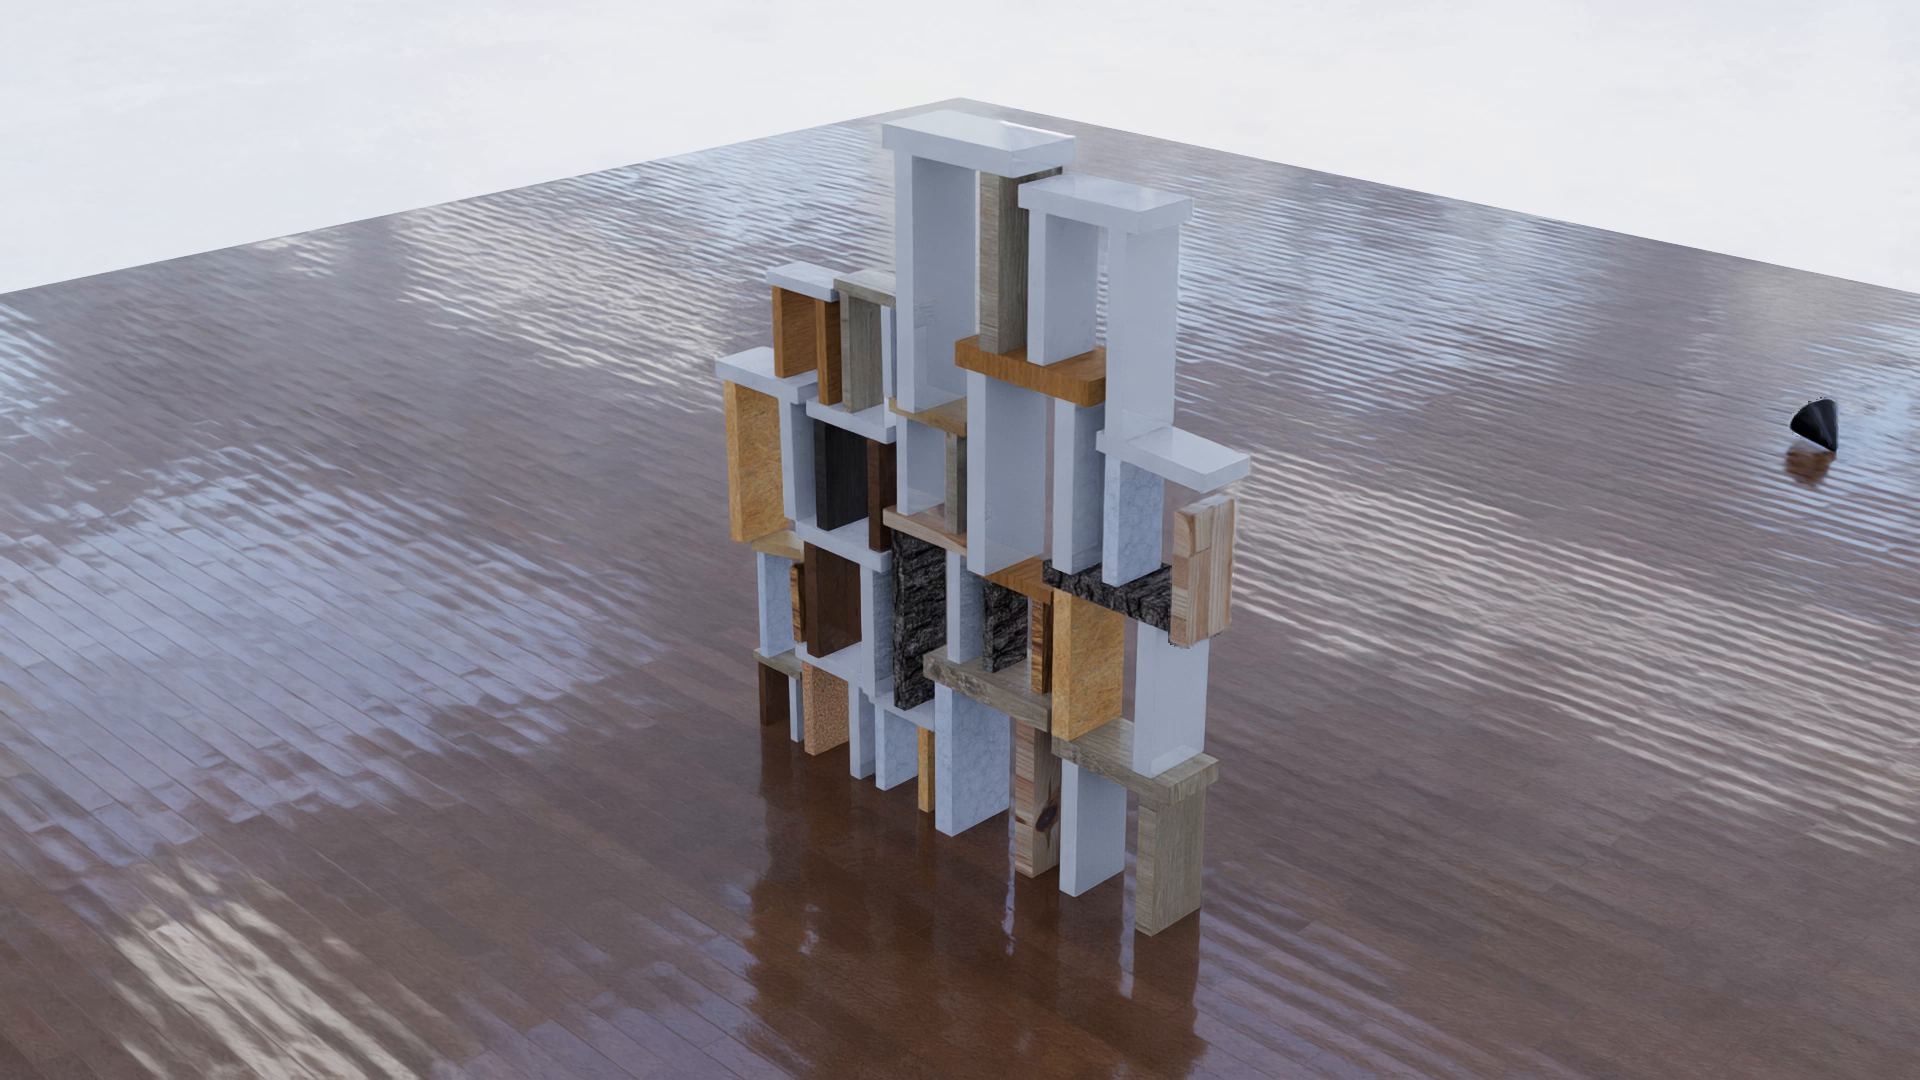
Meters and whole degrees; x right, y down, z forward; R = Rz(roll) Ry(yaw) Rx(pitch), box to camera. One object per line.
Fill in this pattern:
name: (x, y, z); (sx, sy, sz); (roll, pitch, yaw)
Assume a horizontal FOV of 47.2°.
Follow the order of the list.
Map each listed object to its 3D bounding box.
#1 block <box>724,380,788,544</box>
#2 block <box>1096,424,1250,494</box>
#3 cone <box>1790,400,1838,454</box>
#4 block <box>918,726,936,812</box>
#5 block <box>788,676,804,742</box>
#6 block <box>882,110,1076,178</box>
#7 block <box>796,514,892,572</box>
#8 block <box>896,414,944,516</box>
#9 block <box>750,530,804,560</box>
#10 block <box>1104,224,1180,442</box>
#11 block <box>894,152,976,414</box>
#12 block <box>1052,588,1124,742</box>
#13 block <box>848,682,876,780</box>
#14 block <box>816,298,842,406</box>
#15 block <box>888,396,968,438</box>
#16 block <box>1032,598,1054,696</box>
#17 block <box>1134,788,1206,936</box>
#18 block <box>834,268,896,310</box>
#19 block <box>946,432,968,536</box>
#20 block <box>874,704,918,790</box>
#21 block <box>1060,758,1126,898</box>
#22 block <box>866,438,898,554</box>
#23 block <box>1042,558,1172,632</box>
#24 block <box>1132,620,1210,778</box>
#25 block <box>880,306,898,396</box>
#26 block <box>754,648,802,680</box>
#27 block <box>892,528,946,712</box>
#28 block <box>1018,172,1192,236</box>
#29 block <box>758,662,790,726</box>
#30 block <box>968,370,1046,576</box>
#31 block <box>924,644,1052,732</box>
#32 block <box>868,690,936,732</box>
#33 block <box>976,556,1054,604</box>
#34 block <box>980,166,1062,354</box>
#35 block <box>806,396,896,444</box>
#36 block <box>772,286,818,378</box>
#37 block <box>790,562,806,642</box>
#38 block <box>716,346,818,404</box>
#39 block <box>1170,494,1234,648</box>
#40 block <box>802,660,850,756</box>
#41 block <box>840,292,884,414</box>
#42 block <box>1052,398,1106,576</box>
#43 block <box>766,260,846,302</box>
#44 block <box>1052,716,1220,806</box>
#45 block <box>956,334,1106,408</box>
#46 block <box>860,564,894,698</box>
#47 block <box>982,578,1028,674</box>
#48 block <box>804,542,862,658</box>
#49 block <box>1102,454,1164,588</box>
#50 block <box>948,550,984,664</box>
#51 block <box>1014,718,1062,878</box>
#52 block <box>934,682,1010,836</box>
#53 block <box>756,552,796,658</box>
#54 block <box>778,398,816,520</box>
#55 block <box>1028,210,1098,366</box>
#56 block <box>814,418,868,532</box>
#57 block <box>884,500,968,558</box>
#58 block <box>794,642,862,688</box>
block: (-0.426, -0.179, 4.608); (0.036, 0.356, 0.128); (21, 31, 41)
block: (0.363, -0.149, 3.758); (0.121, 0.034, 0.241); (-21, 34, -41)
cone: (2.515, -0.304, 6.389); (0.146, 0.146, 0.146); (-5, 50, -12)
block: (-0.041, 0.448, 4.460); (0.027, 0.191, 0.095); (21, 31, 41)
block: (-0.330, 0.352, 4.736); (0.022, 0.152, 0.076); (21, 31, 41)
block: (0.031, -0.703, 3.887); (0.322, 0.046, 0.161); (21, 31, 40)
block: (-0.200, -0.005, 4.439); (0.127, 0.036, 0.255); (-21, 31, -40)
block: (-0.076, -0.157, 4.236); (0.029, 0.202, 0.101); (21, 31, 40)
block: (-0.353, 0.010, 4.615); (0.084, 0.024, 0.167); (-21, 21, -41)
block: (0.308, -0.359, 3.727); (0.136, 0.365, 0.039); (-21, 30, -41)
block: (-0.045, -0.487, 4.060); (0.046, 0.487, 0.161); (21, 31, 41)
block: (0.237, 0.208, 4.060); (0.042, 0.299, 0.149); (21, 31, 41)
block: (-0.180, 0.380, 4.587); (0.108, 0.217, 0.031); (-21, 31, -41)
block: (-0.236, -0.379, 4.316); (0.094, 0.215, 0.027); (-21, 30, -40)
block: (-0.028, -0.244, 4.147); (0.202, 0.029, 0.101); (21, 31, 40)
block: (0.177, 0.186, 4.118); (0.027, 0.192, 0.096); (21, 31, 41)
block: (0.387, 0.574, 4.046); (0.040, 0.283, 0.142); (21, 31, 41)
block: (-0.149, -0.477, 4.179); (0.088, 0.025, 0.175); (-21, 31, -41)
block: (0.020, -0.120, 4.149); (0.029, 0.202, 0.101); (21, 31, 40)
block: (-0.131, 0.413, 4.542); (0.027, 0.191, 0.095); (21, 31, 41)
block: (0.254, 0.521, 4.169); (0.040, 0.284, 0.142); (21, 31, 41)
block: (-0.127, -0.102, 4.323); (0.117, 0.234, 0.033); (-21, 31, -41)
block: (0.308, 0.078, 3.928); (0.299, 0.042, 0.149); (21, 31, 41)
block: (0.378, 0.263, 3.930); (0.042, 0.299, 0.149); (21, 31, 40)
block: (-0.108, -0.368, 4.179); (0.025, 0.176, 0.088); (20, 30, 41)
block: (-0.366, 0.258, 4.735); (0.152, 0.022, 0.076); (21, 31, 41)
block: (-0.081, 0.143, 4.369); (0.033, 0.389, 0.116); (21, 31, 40)
block: (0.243, -0.570, 3.709); (0.136, 0.039, 0.272); (-21, 30, -40)
block: (-0.402, 0.324, 4.802); (0.022, 0.152, 0.076); (21, 31, 41)
block: (0.086, -0.142, 4.071); (0.162, 0.394, 0.046); (-21, 31, -41)
block: (0.103, 0.267, 4.230); (0.329, 0.047, 0.164); (21, 31, 41)
block: (-0.086, 0.331, 4.459); (0.191, 0.027, 0.095); (21, 31, 41)
block: (0.132, 0.067, 4.117); (0.096, 0.027, 0.192); (-21, 31, -41)
block: (0.108, -0.504, 3.889); (0.161, 0.322, 0.046); (-21, 31, -41)
block: (-0.181, -0.247, 4.322); (0.117, 0.033, 0.234); (-21, 31, -40)
block: (-0.328, -0.426, 4.395); (0.094, 0.189, 0.027); (-21, 31, -40)
block: (-0.314, 0.124, 4.621); (0.084, 0.167, 0.024); (-21, 28, -41)
block: (-0.366, -0.337, 4.476); (0.128, 0.036, 0.256); (-21, 30, -40)
block: (0.417, 0.052, 3.780); (0.034, 0.241, 0.121); (19, 28, 41)
block: (-0.283, 0.340, 4.681); (0.031, 0.217, 0.108); (21, 31, 41)
block: (-0.190, -0.371, 4.267); (0.088, 0.239, 0.025); (-21, 31, -40)
block: (0.239, -0.115, 3.916); (0.046, 0.323, 0.162); (21, 31, 41)
block: (-0.283, -0.507, 4.310); (0.189, 0.027, 0.094); (21, 31, 40)
block: (0.321, 0.398, 4.044); (0.283, 0.040, 0.142); (21, 31, 41)
block: (0.162, -0.315, 3.914); (0.162, 0.046, 0.323); (-21, 31, -40)
block: (-0.140, 0.167, 4.446); (0.127, 0.284, 0.036); (-21, 31, -40)
block: (0.087, 0.150, 4.201); (0.027, 0.192, 0.096); (21, 31, 41)
block: (-0.260, 0.106, 4.551); (0.127, 0.255, 0.036); (-21, 31, -41)
block: (0.305, -0.049, 3.864); (0.034, 0.241, 0.121); (21, 31, 40)
block: (0.029, 0.113, 4.238); (0.033, 0.231, 0.116); (21, 31, 41)
block: (0.180, 0.470, 4.232); (0.047, 0.329, 0.164); (21, 31, 41)
block: (0.026, 0.410, 4.375); (0.047, 0.328, 0.164); (21, 31, 41)
block: (-0.391, 0.128, 4.706); (0.024, 0.241, 0.084); (21, 31, 41)
block: (-0.303, -0.179, 4.477); (0.128, 0.256, 0.036); (-21, 29, -40)
block: (0.180, -0.451, 3.829); (0.136, 0.272, 0.039); (-21, 31, -40)
block: (-0.236, -0.145, 4.425); (0.117, 0.234, 0.033); (-21, 31, -40)
block: (-0.026, -0.030, 4.236); (0.231, 0.033, 0.116); (21, 31, 40)
block: (-0.231, 0.246, 4.585); (0.108, 0.031, 0.217); (-21, 31, -41)
